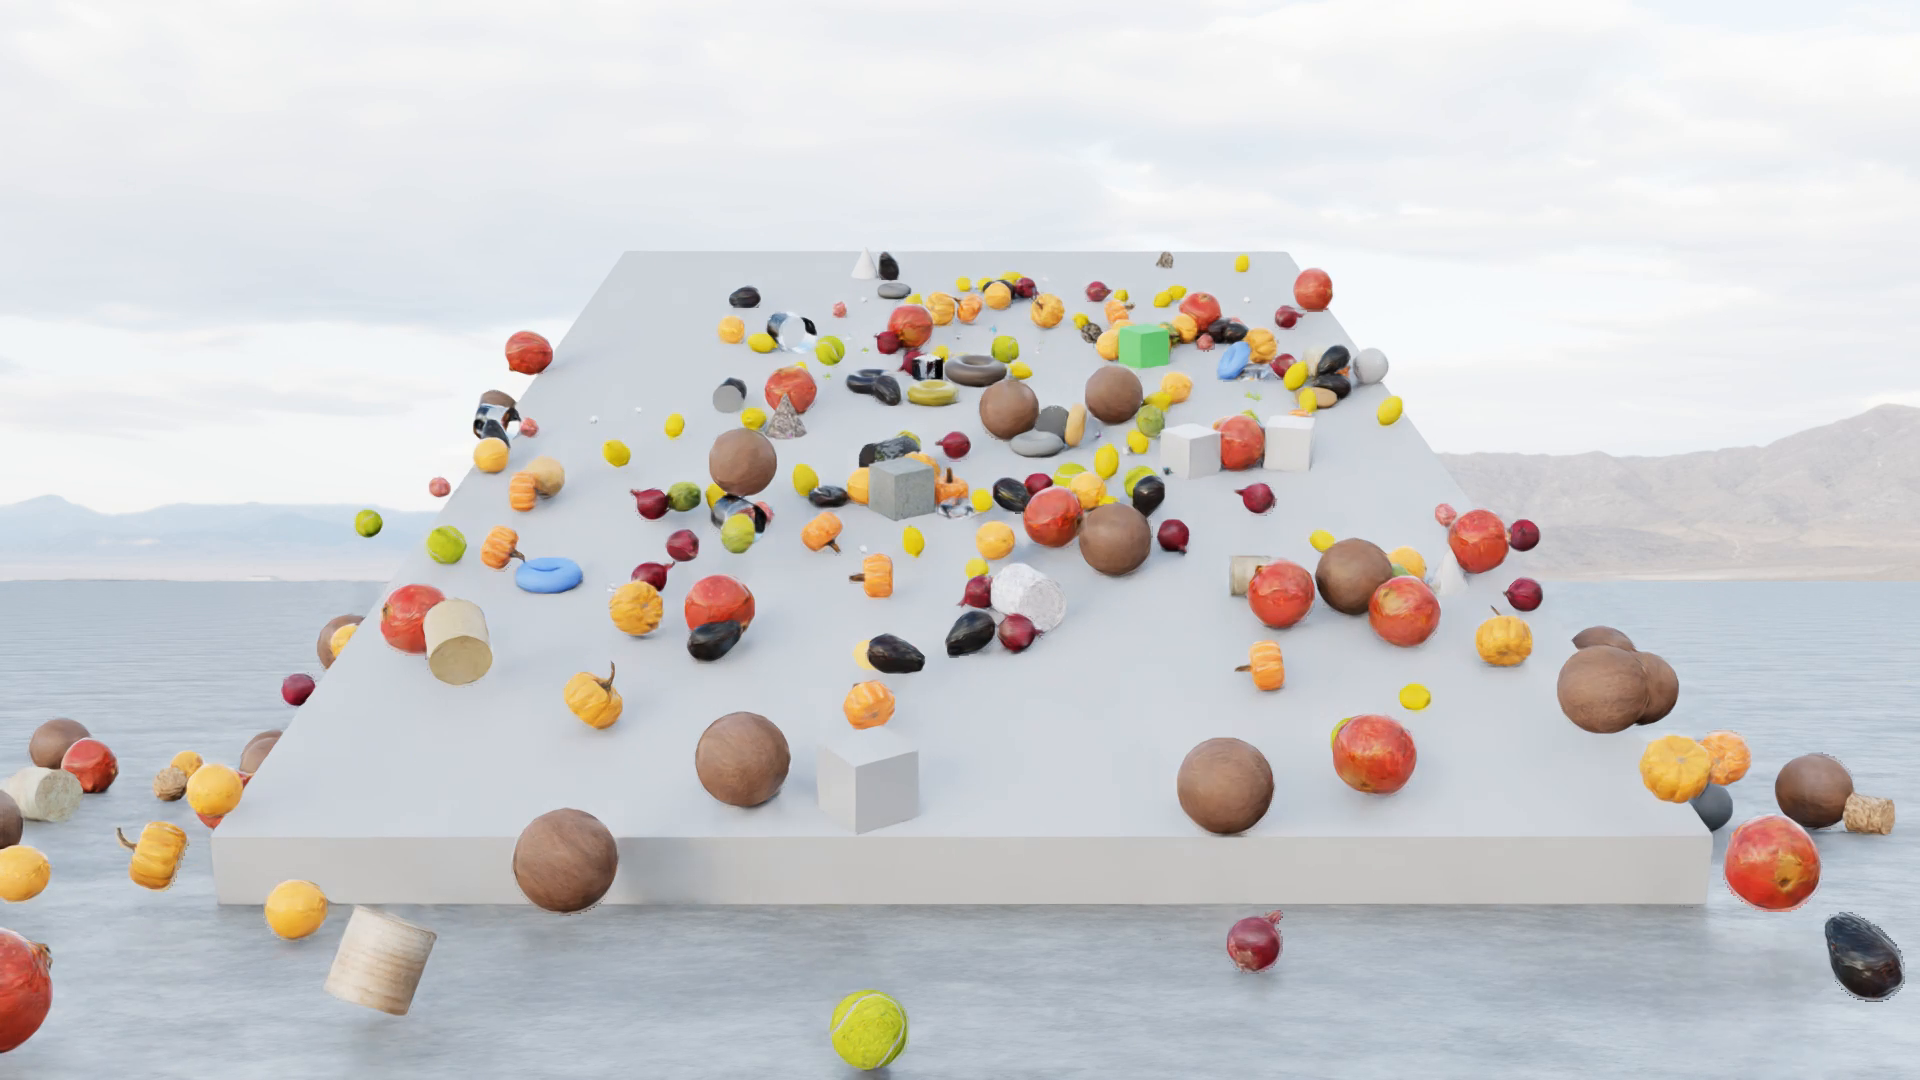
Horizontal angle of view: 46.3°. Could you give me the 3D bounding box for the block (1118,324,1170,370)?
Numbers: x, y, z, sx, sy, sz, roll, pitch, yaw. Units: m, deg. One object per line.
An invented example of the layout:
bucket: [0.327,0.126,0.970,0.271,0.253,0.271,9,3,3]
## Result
block: [0.446,-0.470,5.436,0.087,0.087,0.087,-12,22,-31]

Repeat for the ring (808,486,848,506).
ring: [-0.258,-0.086,4.378,0.079,0.026,0.079,2,18,-1]

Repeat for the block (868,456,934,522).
block: [-0.113,-0.099,4.317,0.091,0.091,0.091,-13,22,-33]

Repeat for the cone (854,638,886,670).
cone: [-0.143,0.184,3.576,0.050,0.050,0.050,0,-8,-1]

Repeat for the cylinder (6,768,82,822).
cylinder: [-1.651,0.459,4.045,0.093,0.093,0.093,-1,-1,36]

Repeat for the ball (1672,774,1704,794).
ball: [1.326,0.465,4.084,0.081,0.081,0.081,0,-1,0]

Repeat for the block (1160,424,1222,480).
block: [0.469,-0.180,4.570,0.086,0.086,0.086,-13,23,-35]

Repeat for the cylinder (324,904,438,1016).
cylinder: [-0.567,0.412,2.199,0.084,0.084,0.084,19,-10,4]

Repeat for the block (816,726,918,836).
block: [-0.124,0.324,3.036,0.100,0.100,0.100,-12,22,-32]

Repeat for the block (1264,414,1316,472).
block: [0.678,-0.198,4.616,0.092,0.092,0.092,5,19,14]

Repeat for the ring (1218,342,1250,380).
ring: [0.645,-0.423,5.286,0.034,0.102,0.102,31,-11,-18]

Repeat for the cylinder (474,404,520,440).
cylinder: [-0.992,-0.254,4.811,0.068,0.068,0.068,10,4,26]

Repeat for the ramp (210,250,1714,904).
ramp: [-0.004,-0.192,4.896,2.000,0.100,4.000,0,18,0]

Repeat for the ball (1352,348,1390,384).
ball: [0.963,-0.408,5.256,0.085,0.085,0.085,0,-1,0]

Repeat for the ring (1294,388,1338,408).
ring: [0.805,-0.321,5.077,0.098,0.033,0.098,1,18,0]

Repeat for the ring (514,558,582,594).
ring: [-0.719,0.061,3.917,0.116,0.039,0.116,1,19,0]

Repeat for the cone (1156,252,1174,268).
cone: [0.588,-0.810,6.557,0.051,0.051,0.051,1,-13,-41]

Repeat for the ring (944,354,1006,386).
ring: [0.036,-0.399,5.282,0.148,0.049,0.148,3,20,-1]

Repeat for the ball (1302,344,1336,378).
ball: [0.847,-0.423,5.300,0.081,0.081,0.081,0,-1,0]

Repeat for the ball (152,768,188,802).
ball: [-1.539,0.477,4.377,0.067,0.067,0.067,0,-1,0]

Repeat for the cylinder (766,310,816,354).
cylinder: [-0.418,-0.515,5.559,0.092,0.092,0.092,1,15,-33]

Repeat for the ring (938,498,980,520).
ring: [-0.002,-0.060,4.305,0.078,0.026,0.078,1,18,0]

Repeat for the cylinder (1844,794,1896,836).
cylinder: [1.552,0.468,3.829,0.063,0.063,0.063,1,2,-45]

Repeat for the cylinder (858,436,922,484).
cylinder: [-0.138,-0.156,4.485,0.091,0.091,0.091,-16,10,-40]

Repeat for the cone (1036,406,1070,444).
cone: [0.199,-0.239,4.819,0.085,0.085,0.085,0,-8,-5]

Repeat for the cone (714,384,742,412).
cone: [-0.523,-0.309,5.041,0.067,0.067,0.067,0,-14,-9]

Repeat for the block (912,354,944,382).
block: [-0.076,-0.404,5.290,0.052,0.052,0.052,-17,25,-41]

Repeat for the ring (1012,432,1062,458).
ring: [0.161,-0.201,4.711,0.109,0.036,0.109,-1,18,0]

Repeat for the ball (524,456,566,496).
ball: [-0.813,-0.125,4.393,0.081,0.081,0.081,0,-1,0]

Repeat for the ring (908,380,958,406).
ring: [-0.061,-0.334,5.102,0.117,0.039,0.117,1,20,0]

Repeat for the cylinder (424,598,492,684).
cylinder: [-0.757,0.153,3.379,0.093,0.093,0.093,0,35,-20]

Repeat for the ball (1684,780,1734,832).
ball: [1.290,0.460,3.876,0.086,0.086,0.086,0,-1,0]

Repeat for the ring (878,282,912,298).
ring: [-0.181,-0.685,6.166,0.094,0.031,0.094,1,20,0]

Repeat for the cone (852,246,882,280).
cone: [-0.269,-0.799,6.413,0.089,0.089,0.089,0,18,0]

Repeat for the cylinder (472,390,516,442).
cylinder: [-1.090,-0.289,5.253,0.088,0.088,0.088,3,-41,2]

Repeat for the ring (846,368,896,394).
ring: [-0.207,-0.368,5.205,0.119,0.040,0.119,-1,19,0]

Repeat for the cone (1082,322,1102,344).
cone: [0.333,-0.517,5.675,0.053,0.053,0.053,0,-8,3]

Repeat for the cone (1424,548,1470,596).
cone: [0.850,0.046,3.906,0.078,0.078,0.078,0,18,0]

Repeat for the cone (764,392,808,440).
cone: [-0.376,-0.275,4.840,0.093,0.093,0.093,0,18,0]

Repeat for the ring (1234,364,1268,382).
ring: [0.685,-0.396,5.306,0.087,0.029,0.087,-1,16,0]
